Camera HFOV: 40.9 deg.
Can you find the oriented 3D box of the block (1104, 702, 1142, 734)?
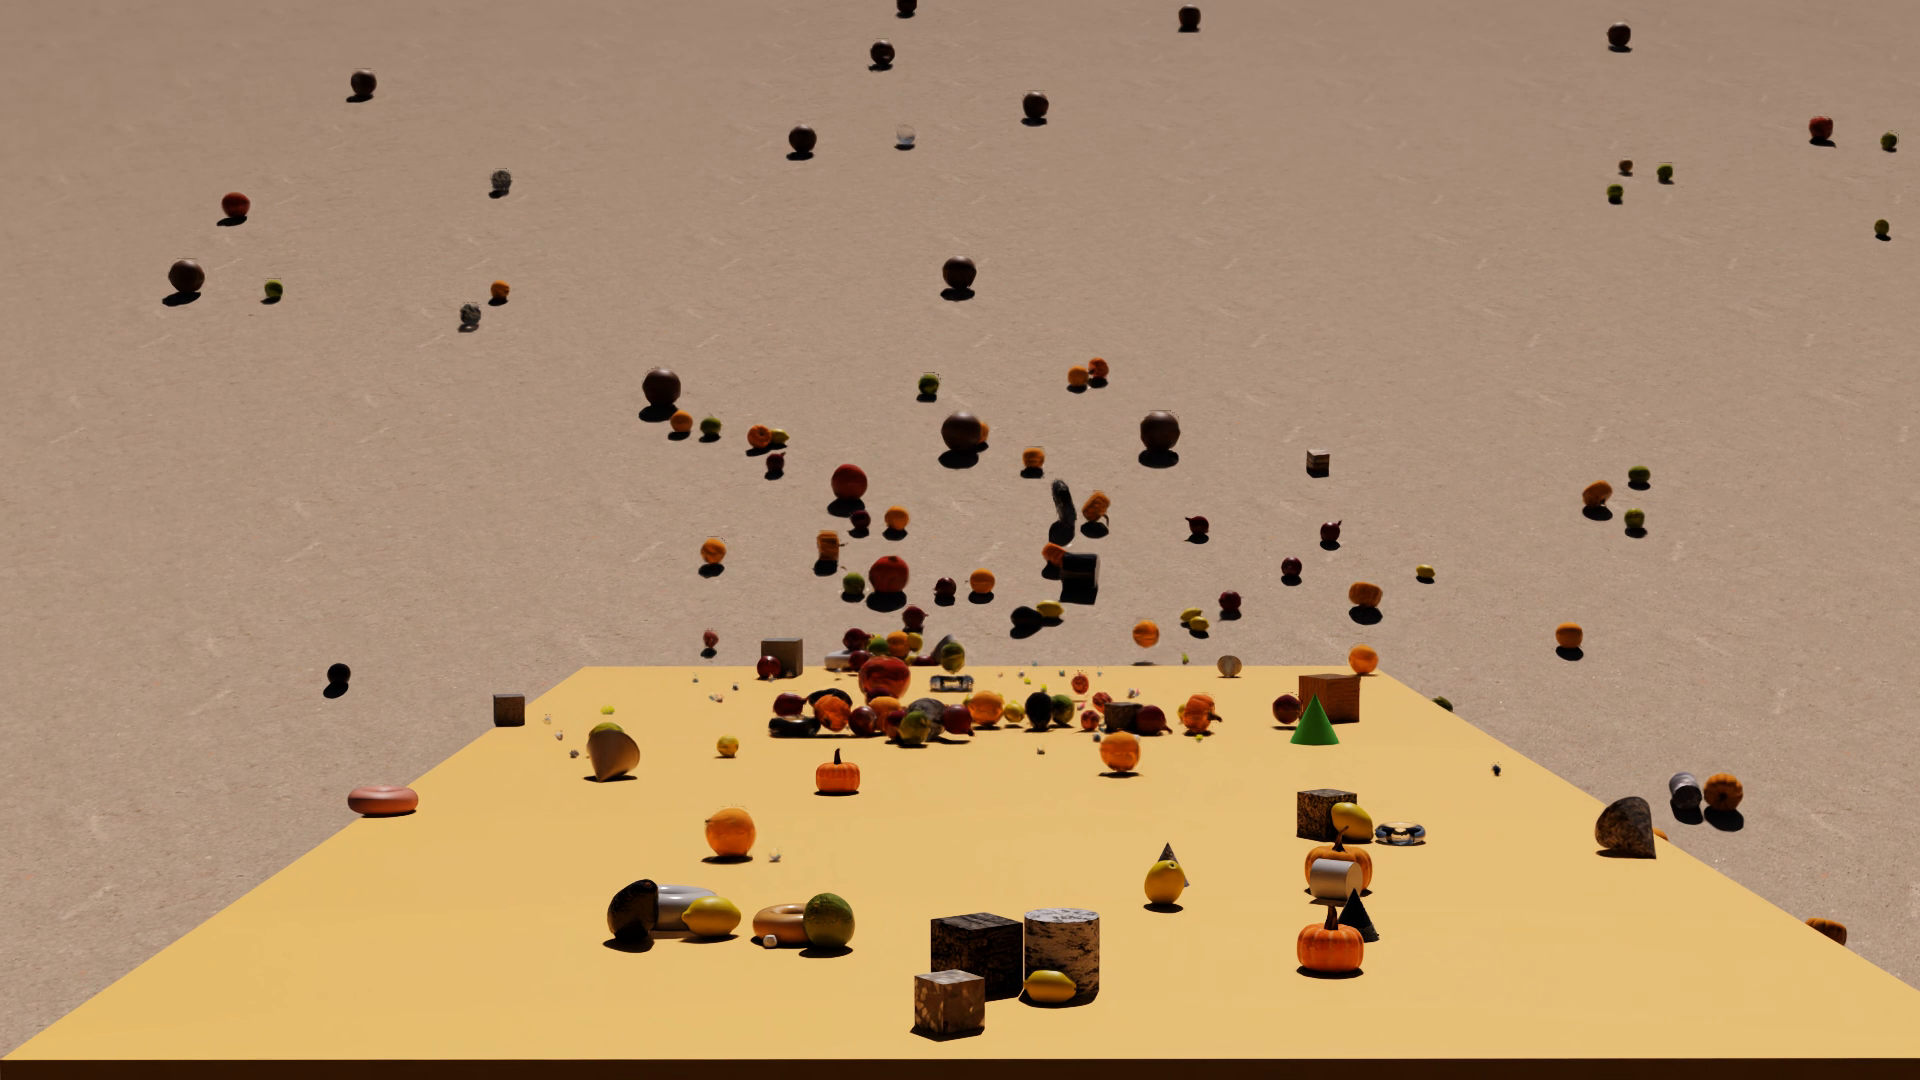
[{"bbox_3d":[0.328,0.357,5.170,0.056,0.056,0.056,-2,3,-33],"label":"block"}]

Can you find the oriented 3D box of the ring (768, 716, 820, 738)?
[{"bbox_3d":[-0.330,0.371,5.120,0.105,0.035,0.105,0,4,0],"label":"ring"}]

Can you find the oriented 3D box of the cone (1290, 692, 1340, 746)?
[{"bbox_3d":[0.689,0.345,4.992,0.097,0.097,0.097,0,3,0],"label":"cone"}]

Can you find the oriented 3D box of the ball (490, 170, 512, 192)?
[{"bbox_3d":[-2.016,-1.577,11.303,0.090,0.090,0.090,0,22,0],"label":"ball"}]

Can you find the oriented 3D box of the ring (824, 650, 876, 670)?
[{"bbox_3d":[-0.276,0.303,6.453,0.130,0.043,0.130,-1,3,0],"label":"ring"}]

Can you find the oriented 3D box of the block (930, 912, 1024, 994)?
[{"bbox_3d":[0.019,0.459,2.851,0.074,0.074,0.074,-2,3,-34],"label":"block"}]

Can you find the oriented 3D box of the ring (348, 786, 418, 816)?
[{"bbox_3d":[-0.925,0.417,4.124,0.112,0.037,0.112,1,2,0],"label":"ring"}]

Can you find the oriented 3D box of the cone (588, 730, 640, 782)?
[{"bbox_3d":[-0.617,0.397,4.485,0.096,0.096,0.096,3,30,8],"label":"cone"}]

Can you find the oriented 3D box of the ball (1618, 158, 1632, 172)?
[{"bbox_3d":[3.009,-1.694,11.626,0.061,0.061,0.061,0,22,0],"label":"ball"}]

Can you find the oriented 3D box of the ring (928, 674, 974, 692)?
[{"bbox_3d":[-0.019,0.330,5.958,0.106,0.035,0.106,0,1,0],"label":"ring"}]

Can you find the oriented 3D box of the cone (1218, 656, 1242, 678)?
[{"bbox_3d":[0.651,0.320,6.234,0.061,0.061,0.061,4,30,9],"label":"cone"}]

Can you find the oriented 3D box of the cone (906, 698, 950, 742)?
[{"bbox_3d":[-0.067,0.372,5.028,0.091,0.091,0.091,2,30,5],"label":"cone"}]

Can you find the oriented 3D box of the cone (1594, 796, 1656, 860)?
[{"bbox_3d":[0.980,0.434,3.709,0.092,0.092,0.092,-7,32,-17],"label":"cone"}]

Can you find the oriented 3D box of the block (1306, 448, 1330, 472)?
[{"bbox_3d":[1.129,-0.253,8.109,0.055,0.055,0.055,-6,23,-14],"label":"block"}]

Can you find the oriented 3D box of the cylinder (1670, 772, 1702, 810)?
[{"bbox_3d":[1.702,0.589,6.035,0.066,0.066,0.066,2,22,6],"label":"cylinder"}]

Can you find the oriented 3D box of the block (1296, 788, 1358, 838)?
[{"bbox_3d":[0.555,0.414,3.894,0.064,0.064,0.064,-2,3,-35],"label":"block"}]

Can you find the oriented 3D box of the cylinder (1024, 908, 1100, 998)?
[{"bbox_3d":[0.112,0.455,2.837,0.083,0.083,0.083,0,3,0],"label":"cylinder"}]

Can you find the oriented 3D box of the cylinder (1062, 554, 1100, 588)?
[{"bbox_3d":[0.339,0.087,7.225,0.094,0.094,0.094,4,23,11],"label":"cylinder"}]

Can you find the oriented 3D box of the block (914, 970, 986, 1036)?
[{"bbox_3d":[-0.011,0.478,2.664,0.053,0.053,0.053,-2,3,-35],"label":"block"}]

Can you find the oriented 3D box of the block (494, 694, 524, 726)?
[{"bbox_3d":[-0.930,0.350,5.307,0.059,0.059,0.059,-1,3,-15],"label":"block"}]

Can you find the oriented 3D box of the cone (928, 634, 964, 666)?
[{"bbox_3d":[-0.017,0.311,6.745,0.094,0.094,0.094,39,36,16],"label":"cone"}]

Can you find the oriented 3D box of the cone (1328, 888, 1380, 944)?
[{"bbox_3d":[0.478,0.451,3.118,0.063,0.063,0.063,0,3,0],"label":"cone"}]

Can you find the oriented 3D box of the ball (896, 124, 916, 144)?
[{"bbox_3d":[-0.253,-1.909,12.114,0.091,0.091,0.091,0,22,0],"label":"ball"}]

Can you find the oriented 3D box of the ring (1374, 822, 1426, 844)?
[{"bbox_3d":[0.656,0.437,3.829,0.076,0.025,0.076,-1,4,0],"label":"ring"}]

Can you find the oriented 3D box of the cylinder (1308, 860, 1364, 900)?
[{"bbox_3d":[0.492,0.445,3.364,0.052,0.052,0.052,-3,16,38],"label":"cylinder"}]

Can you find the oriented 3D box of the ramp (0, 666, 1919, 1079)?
[{"bbox_3d":[0.051,0.466,4.534,2.000,0.100,4.000,0,3,0],"label":"ramp"}]

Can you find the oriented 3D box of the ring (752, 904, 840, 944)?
[{"bbox_3d":[-0.199,0.465,3.121,0.108,0.036,0.108,-1,2,0],"label":"ring"}]

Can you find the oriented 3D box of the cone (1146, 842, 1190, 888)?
[{"bbox_3d":[0.281,0.436,3.474,0.059,0.059,0.059,0,3,0],"label":"cone"}]

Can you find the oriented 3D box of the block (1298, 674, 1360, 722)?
[{"bbox_3d":[0.772,0.330,5.379,0.090,0.090,0.090,-2,3,-32],"label":"block"}]

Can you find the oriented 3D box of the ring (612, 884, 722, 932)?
[{"bbox_3d":[-0.364,0.457,3.196,0.136,0.045,0.136,2,-1,0],"label":"ring"}]

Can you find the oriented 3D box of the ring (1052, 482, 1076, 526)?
[{"bbox_3d":[0.309,-0.109,7.657,0.046,0.139,0.139,-17,24,-3],"label":"ring"}]

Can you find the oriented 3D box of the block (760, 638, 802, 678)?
[{"bbox_3d":[-0.436,0.288,6.299,0.088,0.088,0.088,0,3,6],"label":"block"}]

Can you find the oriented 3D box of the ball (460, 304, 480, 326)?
[{"bbox_3d":[-1.808,-0.832,9.497,0.077,0.077,0.077,0,22,0],"label":"ball"}]
